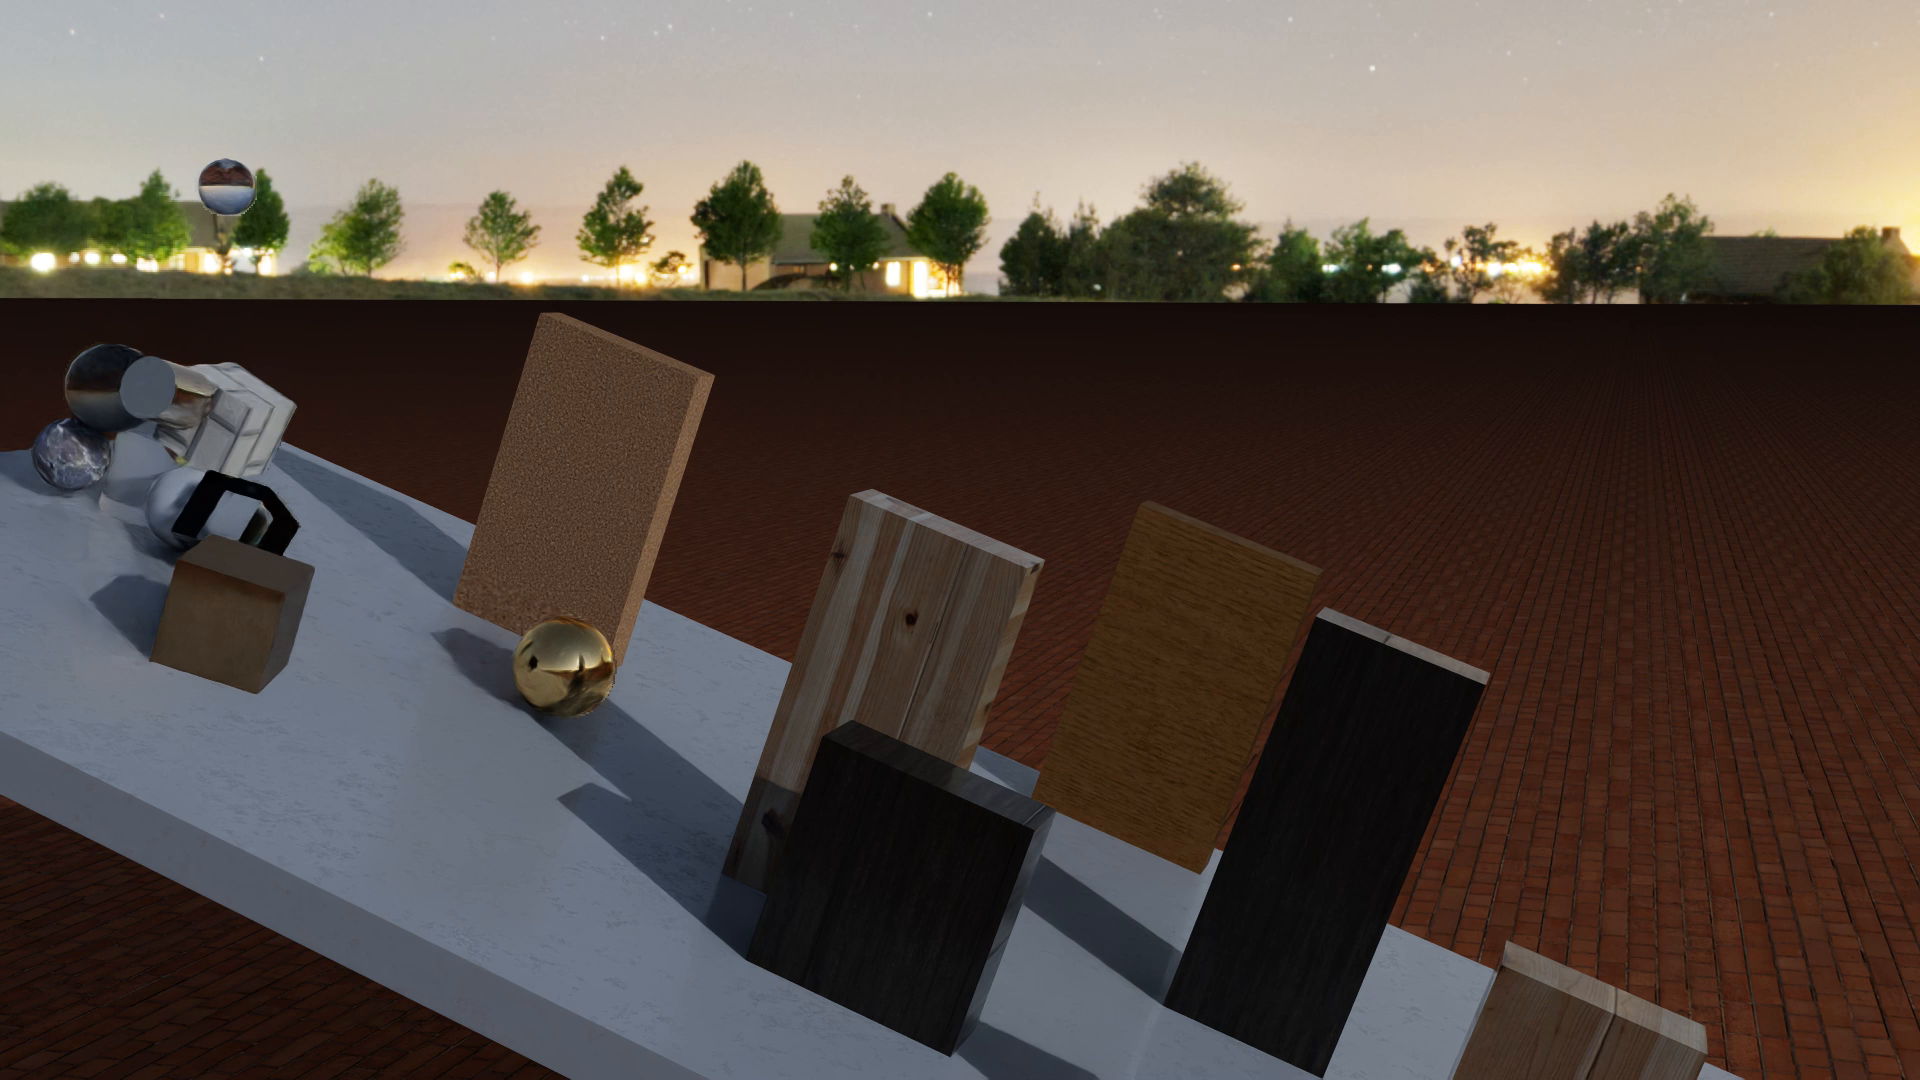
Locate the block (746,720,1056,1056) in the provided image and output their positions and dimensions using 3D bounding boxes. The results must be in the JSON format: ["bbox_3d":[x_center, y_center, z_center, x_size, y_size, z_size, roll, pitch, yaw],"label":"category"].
[{"bbox_3d":[-0.097,0.563,3.584,0.375,0.407,0.137,22,13,14],"label":"block"}]

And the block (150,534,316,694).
[{"bbox_3d":[-1.333,0.134,4.041,0.200,0.200,0.200,18,12,-5],"label":"block"}]

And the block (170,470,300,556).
[{"bbox_3d":[-1.466,-0.024,4.452,0.151,0.151,0.151,15,-27,17],"label":"block"}]

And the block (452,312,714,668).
[{"bbox_3d":[-0.816,-0.104,4.741,0.385,0.678,0.089,22,13,14],"label":"block"}]

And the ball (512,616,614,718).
[{"bbox_3d":[-0.787,0.252,4.366,0.200,0.200,0.200,0,7,0],"label":"ball"}]

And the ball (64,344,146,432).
[{"bbox_3d":[-1.754,-0.314,4.550,0.185,0.185,0.185,0,7,0],"label":"ball"}]

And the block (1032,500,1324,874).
[{"bbox_3d":[0.468,0.320,4.798,0.408,0.710,0.092,22,13,14],"label":"block"}]

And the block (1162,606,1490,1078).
[{"bbox_3d":[0.654,0.543,3.951,0.312,0.778,0.118,22,13,14],"label":"block"}]

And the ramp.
[{"bbox_3d":[-0.334,0.611,4.211,4.000,0.100,2.000,22,13,14],"label":"ramp"}]

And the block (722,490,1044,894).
[{"bbox_3d":[-0.139,0.314,3.849,0.335,0.727,0.115,22,13,14],"label":"block"}]

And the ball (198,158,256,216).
[{"bbox_3d":[-1.485,-0.715,4.456,0.113,0.113,0.113,0,7,0],"label":"ball"}]

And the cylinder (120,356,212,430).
[{"bbox_3d":[-1.601,-0.296,4.438,0.127,0.127,0.127,2,-6,14],"label":"cylinder"}]

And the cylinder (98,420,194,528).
[{"bbox_3d":[-1.717,-0.144,4.689,0.187,0.187,0.187,19,12,-4],"label":"cylinder"}]

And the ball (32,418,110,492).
[{"bbox_3d":[-1.857,-0.179,4.596,0.154,0.154,0.154,0,7,0],"label":"ball"}]

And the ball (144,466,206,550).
[{"bbox_3d":[-1.599,-0.066,4.562,0.174,0.174,0.174,0,7,0],"label":"ball"}]

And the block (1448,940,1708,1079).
[{"bbox_3d":[0.755,0.889,2.983,0.278,0.616,0.113,22,13,14],"label":"block"}]

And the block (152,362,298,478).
[{"bbox_3d":[-1.539,-0.250,4.609,0.172,0.172,0.172,33,14,9],"label":"block"}]
